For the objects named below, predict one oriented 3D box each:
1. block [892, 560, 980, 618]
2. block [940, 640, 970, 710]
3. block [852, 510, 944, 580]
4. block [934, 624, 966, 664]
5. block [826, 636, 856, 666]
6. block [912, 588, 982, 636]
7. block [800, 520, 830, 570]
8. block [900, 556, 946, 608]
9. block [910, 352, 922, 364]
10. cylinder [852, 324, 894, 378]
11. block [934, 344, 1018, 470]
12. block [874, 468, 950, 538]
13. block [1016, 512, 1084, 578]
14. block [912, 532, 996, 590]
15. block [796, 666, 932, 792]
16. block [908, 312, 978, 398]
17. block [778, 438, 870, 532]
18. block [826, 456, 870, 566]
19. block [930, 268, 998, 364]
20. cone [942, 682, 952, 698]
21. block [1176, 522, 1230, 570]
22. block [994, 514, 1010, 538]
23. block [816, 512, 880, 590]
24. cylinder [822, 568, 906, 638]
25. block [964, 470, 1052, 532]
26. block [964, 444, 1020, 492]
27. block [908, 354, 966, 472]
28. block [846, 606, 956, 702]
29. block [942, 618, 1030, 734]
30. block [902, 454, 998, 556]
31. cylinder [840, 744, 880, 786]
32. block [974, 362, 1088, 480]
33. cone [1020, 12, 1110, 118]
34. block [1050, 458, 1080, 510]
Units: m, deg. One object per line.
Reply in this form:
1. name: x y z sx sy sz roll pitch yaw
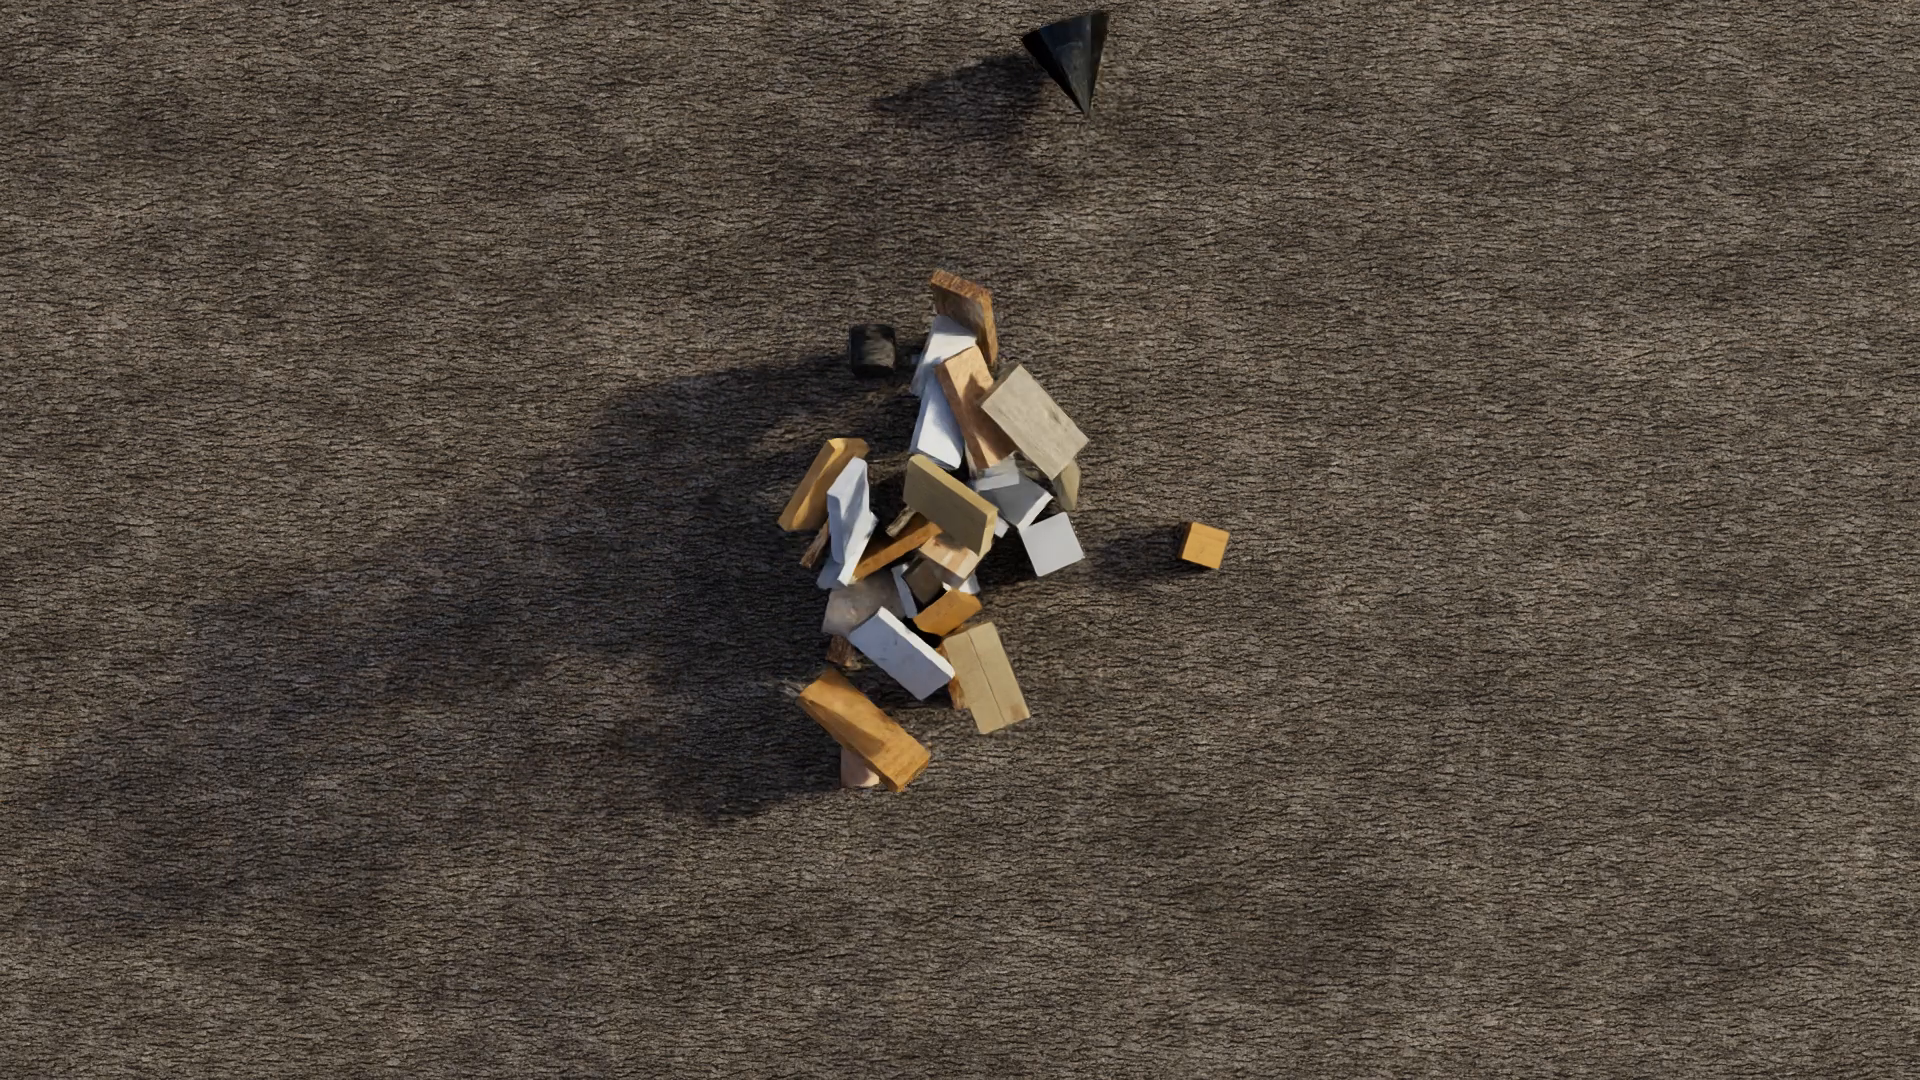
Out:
1. block: -0.075 0.128 5.349 0.048 0.342 0.171 -17 92 38
2. block: 0.036 0.418 5.351 0.162 0.324 0.046 -15 122 0
3. block: -0.200 -0.010 5.249 0.342 0.171 0.048 -30 116 5
4. block: -0.014 0.345 5.417 0.086 0.172 0.024 14 132 36
5. block: -0.380 0.327 5.487 0.086 0.024 0.172 18 90 -1
6. block: -0.038 0.236 5.329 0.162 0.324 0.046 -37 77 6
7. block: -0.420 -0.022 5.254 0.036 0.128 0.257 33 88 2
8. block: -0.114 0.136 5.165 0.086 0.172 0.024 -44 46 -11
9. block: -0.077 -0.591 5.397 0.093 0.186 0.026 17 109 22
10. cylinder: -0.273 -0.590 5.156 0.134 0.134 0.134 0 77 0
11. block: 0.054 -0.407 5.060 0.049 0.173 0.346 -13 106 42
12. block: -0.163 -0.139 5.253 0.040 0.142 0.284 43 82 -28
13. block: 0.295 0.015 5.416 0.164 0.164 0.164 -23 90 -1
14. block: -0.016 0.034 5.332 0.171 0.342 0.048 32 118 4
15. block: -0.311 0.607 5.308 0.441 0.046 0.162 40 56 13
16. block: -0.051 -0.554 5.156 0.142 0.040 0.283 28 64 -21
17. block: -0.431 -0.174 5.205 0.045 0.159 0.349 49 122 25
18. block: -0.337 -0.086 5.023 0.046 0.324 0.162 22 55 16
19. block: 0.018 -0.702 5.235 0.173 0.508 0.049 24 78 11
20. cone: -0.006 0.493 5.463 0.163 0.163 0.163 -15 117 0
21. block: 0.801 0.018 5.437 0.125 0.125 0.125 18 90 0
22. block: 0.090 -0.077 5.349 0.149 0.298 0.042 32 97 0
23. block: -0.357 0.035 5.224 0.036 0.128 0.256 39 61 -27
24. cylinder: -0.303 0.206 5.364 0.247 0.247 0.247 13 90 -4
25. block: 0.155 -0.159 5.381 0.149 0.042 0.298 -50 47 -1
26. block: 0.098 -0.256 5.359 0.149 0.298 0.042 -11 120 -1
27. block: -0.043 -0.389 5.060 0.159 0.045 0.319 25 68 -30
28. block: -0.187 0.363 5.253 0.324 0.046 0.162 41 126 -15
29. block: 0.080 0.416 5.023 0.162 0.046 0.324 -21 102 4
30. block: -0.032 -0.105 4.848 0.319 0.159 0.045 36 46 27
31. cylinder: -0.331 0.737 5.434 0.126 0.126 0.126 -1 93 0
32. block: 0.222 -0.360 5.027 0.173 0.049 0.346 -47 117 -4
33. cone: 0.379 -1.518 5.368 0.300 0.300 0.300 -15 97 0
34. block: 0.340 -0.209 5.349 0.036 0.277 0.128 5 71 16
